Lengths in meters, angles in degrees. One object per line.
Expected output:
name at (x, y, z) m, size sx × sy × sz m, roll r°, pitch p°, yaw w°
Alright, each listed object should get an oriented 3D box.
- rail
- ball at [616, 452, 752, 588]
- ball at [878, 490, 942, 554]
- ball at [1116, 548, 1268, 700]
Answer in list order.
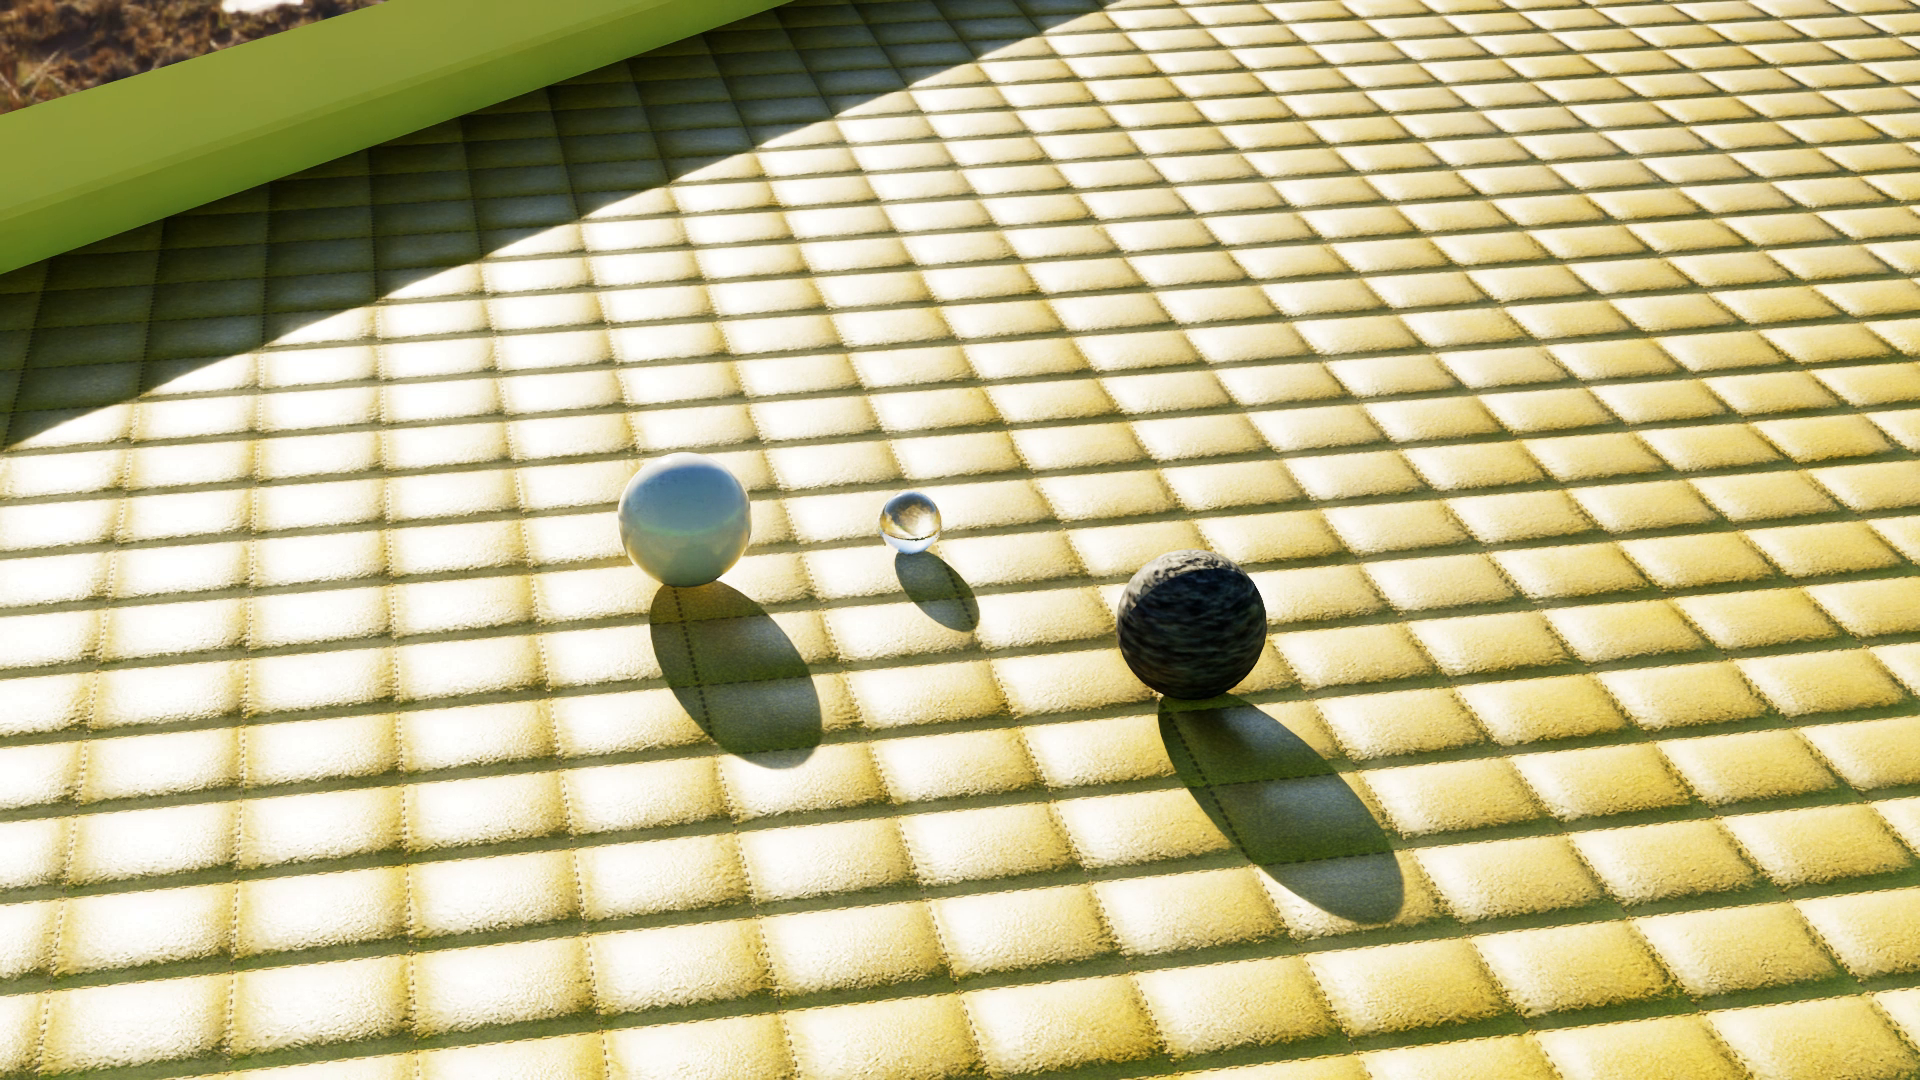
rail at (-0.326, -0.551, 2.996) m, size 0.045 × 0.128 × 3.498 m, roll 16°, pitch 29°, yaw 30°
ball at (-0.175, -0.013, 1.870) m, size 0.086 × 0.086 × 0.086 m, roll 0°, pitch 25°, yaw 0°
ball at (-0.033, -0.012, 1.921) m, size 0.041 × 0.041 × 0.041 m, roll 0°, pitch 25°, yaw 0°
ball at (0.136, 0.050, 1.730) m, size 0.089 × 0.089 × 0.089 m, roll 0°, pitch 25°, yaw 0°
